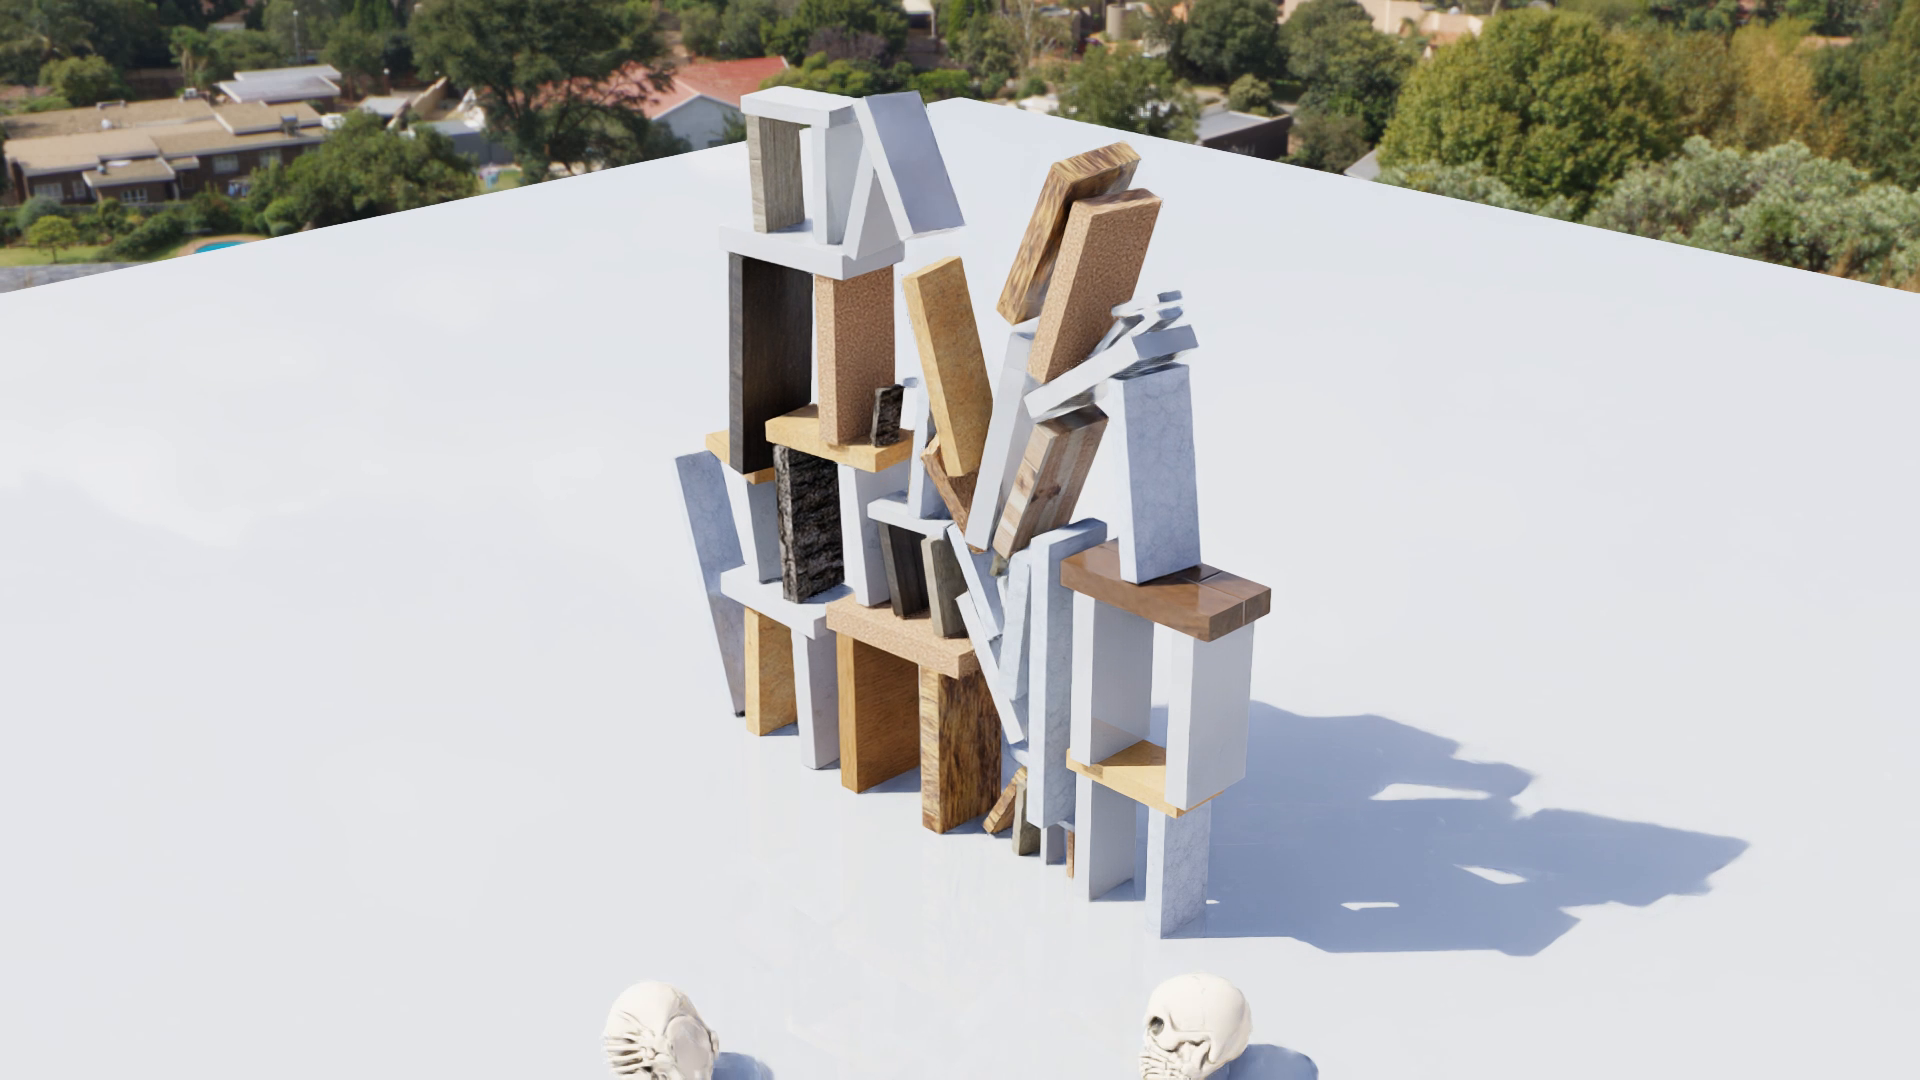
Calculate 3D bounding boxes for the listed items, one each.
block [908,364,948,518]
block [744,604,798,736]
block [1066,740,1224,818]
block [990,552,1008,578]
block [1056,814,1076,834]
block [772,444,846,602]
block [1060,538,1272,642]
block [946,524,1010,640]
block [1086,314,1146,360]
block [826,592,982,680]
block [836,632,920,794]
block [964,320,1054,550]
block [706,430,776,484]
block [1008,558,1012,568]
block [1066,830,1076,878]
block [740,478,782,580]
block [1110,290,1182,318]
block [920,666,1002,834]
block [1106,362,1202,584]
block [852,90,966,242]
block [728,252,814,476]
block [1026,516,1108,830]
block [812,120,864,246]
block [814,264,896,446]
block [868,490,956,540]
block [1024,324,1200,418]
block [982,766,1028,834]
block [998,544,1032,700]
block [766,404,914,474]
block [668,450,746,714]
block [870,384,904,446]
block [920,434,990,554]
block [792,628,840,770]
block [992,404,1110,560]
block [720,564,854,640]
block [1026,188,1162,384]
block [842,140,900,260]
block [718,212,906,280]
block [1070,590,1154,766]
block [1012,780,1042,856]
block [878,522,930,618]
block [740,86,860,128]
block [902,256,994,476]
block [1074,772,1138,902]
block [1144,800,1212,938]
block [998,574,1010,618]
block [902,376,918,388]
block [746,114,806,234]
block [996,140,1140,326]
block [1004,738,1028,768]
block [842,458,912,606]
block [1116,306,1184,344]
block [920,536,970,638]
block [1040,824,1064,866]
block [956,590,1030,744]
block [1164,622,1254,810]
[{"bbox_3d":[-0.037,-0.219,4.216,0.032,0.352,0.114,26,33,35],"label":"block"},{"bbox_3d":[-0.390,0.253,4.758,0.158,0.316,0.045,-21,33,-41],"label":"block"},{"bbox_3d":[0.338,0.424,4.036,0.132,0.037,0.265,-21,31,-41],"label":"block"},{"bbox_3d":[0.088,0.019,4.167,0.015,0.103,0.051,34,43,17],"label":"block"},{"bbox_3d":[0.205,0.530,4.227,0.052,0.015,0.103,-20,30,-38],"label":"block"},{"bbox_3d":[-0.309,-0.051,4.524,0.041,0.333,0.144,14,26,37],"label":"block"},{"bbox_3d":[0.360,0.082,3.867,0.338,0.048,0.169,21,31,41],"label":"block"},{"bbox_3d":[0.061,0.070,4.230,0.032,0.228,0.114,-26,-9,41],"label":"block"},{"bbox_3d":[0.272,-0.346,3.806,0.058,0.115,0.016,-16,67,-38],"label":"block"},{"bbox_3d":[-0.077,0.173,4.379,0.355,0.050,0.177,19,30,38],"label":"block"},{"bbox_3d":[-0.166,0.328,4.533,0.177,0.355,0.050,-20,30,-39],"label":"block"},{"bbox_3d":[0.110,-0.198,4.076,0.048,0.419,0.169,23,26,22],"label":"block"},{"bbox_3d":[-0.441,-0.182,4.653,0.108,0.030,0.215,-15,32,-31],"label":"block"},{"bbox_3d":[0.120,0.064,4.157,0.015,0.103,0.051,-5,17,43],"label":"block"},{"bbox_3d":[0.229,0.595,4.227,0.052,0.103,0.015,-21,31,-40],"label":"block"},{"bbox_3d":[-0.393,-0.031,4.629,0.108,0.215,0.030,-13,13,-27],"label":"block"},{"bbox_3d":[0.316,-0.400,3.728,0.058,0.016,0.115,-14,1,-39],"label":"block"},{"bbox_3d":[0.003,0.392,4.382,0.177,0.355,0.050,-21,30,-40],"label":"block"},{"bbox_3d":[0.338,-0.117,3.811,0.149,0.359,0.042,-16,19,-33],"label":"block"},{"bbox_3d":[-0.090,-0.674,3.955,0.131,0.262,0.037,-17,-4,-42],"label":"block"},{"bbox_3d":[-0.385,-0.374,4.478,0.172,0.472,0.049,-19,35,-35],"label":"block"},{"bbox_3d":[0.199,0.253,4.109,0.151,0.588,0.043,-19,30,-38],"label":"block"},{"bbox_3d":[-0.231,-0.687,4.187,0.032,0.228,0.114,18,30,33],"label":"block"},{"bbox_3d":[-0.203,-0.375,4.313,0.049,0.344,0.172,18,29,37],"label":"block"},{"bbox_3d":[-0.077,-0.050,4.306,0.193,0.027,0.096,17,28,35],"label":"block"},{"bbox_3d":[0.261,-0.292,3.831,0.149,0.042,0.298,-15,-7,-40],"label":"block"},{"bbox_3d":[0.113,0.507,4.349,0.082,0.164,0.023,-12,50,-49],"label":"block"},{"bbox_3d":[0.147,0.139,4.135,0.043,0.302,0.151,26,36,31],"label":"block"},{"bbox_3d":[-0.233,-0.207,4.409,0.289,0.041,0.144,17,28,35],"label":"block"},{"bbox_3d":[-0.523,0.090,4.854,0.108,0.576,0.030,-15,5,-32],"label":"block"},{"bbox_3d":[-0.142,-0.243,4.292,0.058,0.115,0.016,-13,32,-37],"label":"block"},{"bbox_3d":[0.011,-0.099,4.176,0.032,0.228,0.114,-11,29,35],"label":"block"},{"bbox_3d":[-0.272,0.308,4.629,0.045,0.316,0.158,16,28,40],"label":"block"},{"bbox_3d":[0.164,-0.106,4.025,0.149,0.298,0.042,-21,54,-37],"label":"block"},{"bbox_3d":[-0.344,0.116,4.617,0.158,0.045,0.316,-20,30,-38],"label":"block"},{"bbox_3d":[0.230,-0.439,3.811,0.169,0.338,0.048,-18,47,-38],"label":"block"},{"bbox_3d":[-0.140,-0.656,4.087,0.037,0.262,0.131,37,43,25],"label":"block"},{"bbox_3d":[-0.292,-0.581,4.294,0.344,0.049,0.172,19,30,38],"label":"block"},{"bbox_3d":[0.280,0.228,4.016,0.169,0.338,0.048,-21,31,-41],"label":"block"},{"bbox_3d":[0.147,0.534,4.287,0.082,0.164,0.023,-15,36,-27],"label":"block"},{"bbox_3d":[-0.103,0.046,4.365,0.027,0.193,0.096,4,19,45],"label":"block"},{"bbox_3d":[-0.294,-0.823,4.176,0.228,0.032,0.114,17,30,36],"label":"block"},{"bbox_3d":[-0.011,-0.319,4.039,0.037,0.380,0.131,3,25,40],"label":"block"},{"bbox_3d":[0.276,0.539,4.152,0.037,0.265,0.132,21,31,41],"label":"block"},{"bbox_3d":[0.401,0.587,4.038,0.037,0.265,0.132,21,31,41],"label":"block"},{"bbox_3d":[0.102,0.117,4.182,0.015,0.103,0.051,1,17,44],"label":"block"},{"bbox_3d":[-0.050,-0.304,4.291,0.115,0.016,0.058,7,9,12],"label":"block"},{"bbox_3d":[-0.357,-0.721,4.271,0.032,0.228,0.114,15,28,35],"label":"block"},{"bbox_3d":[0.186,-0.532,3.835,0.169,0.338,0.048,-24,61,-35],"label":"block"},{"bbox_3d":[0.161,0.427,4.312,0.082,0.023,0.164,-4,15,-27],"label":"block"},{"bbox_3d":[-0.155,-0.026,4.411,0.144,0.289,0.041,-19,22,-38],"label":"block"},{"bbox_3d":[0.323,-0.361,3.743,0.058,0.016,0.115,-15,-13,-39],"label":"block"},{"bbox_3d":[-0.019,0.082,4.280,0.096,0.193,0.027,-20,19,-39],"label":"block"},{"bbox_3d":[0.180,0.575,4.272,0.052,0.104,0.015,-21,31,-40],"label":"block"},{"bbox_3d":[0.110,0.231,4.260,0.151,0.302,0.043,-13,-10,-43],"label":"block"},{"bbox_3d":[0.439,0.291,3.869,0.048,0.338,0.169,22,31,40],"label":"block"}]
